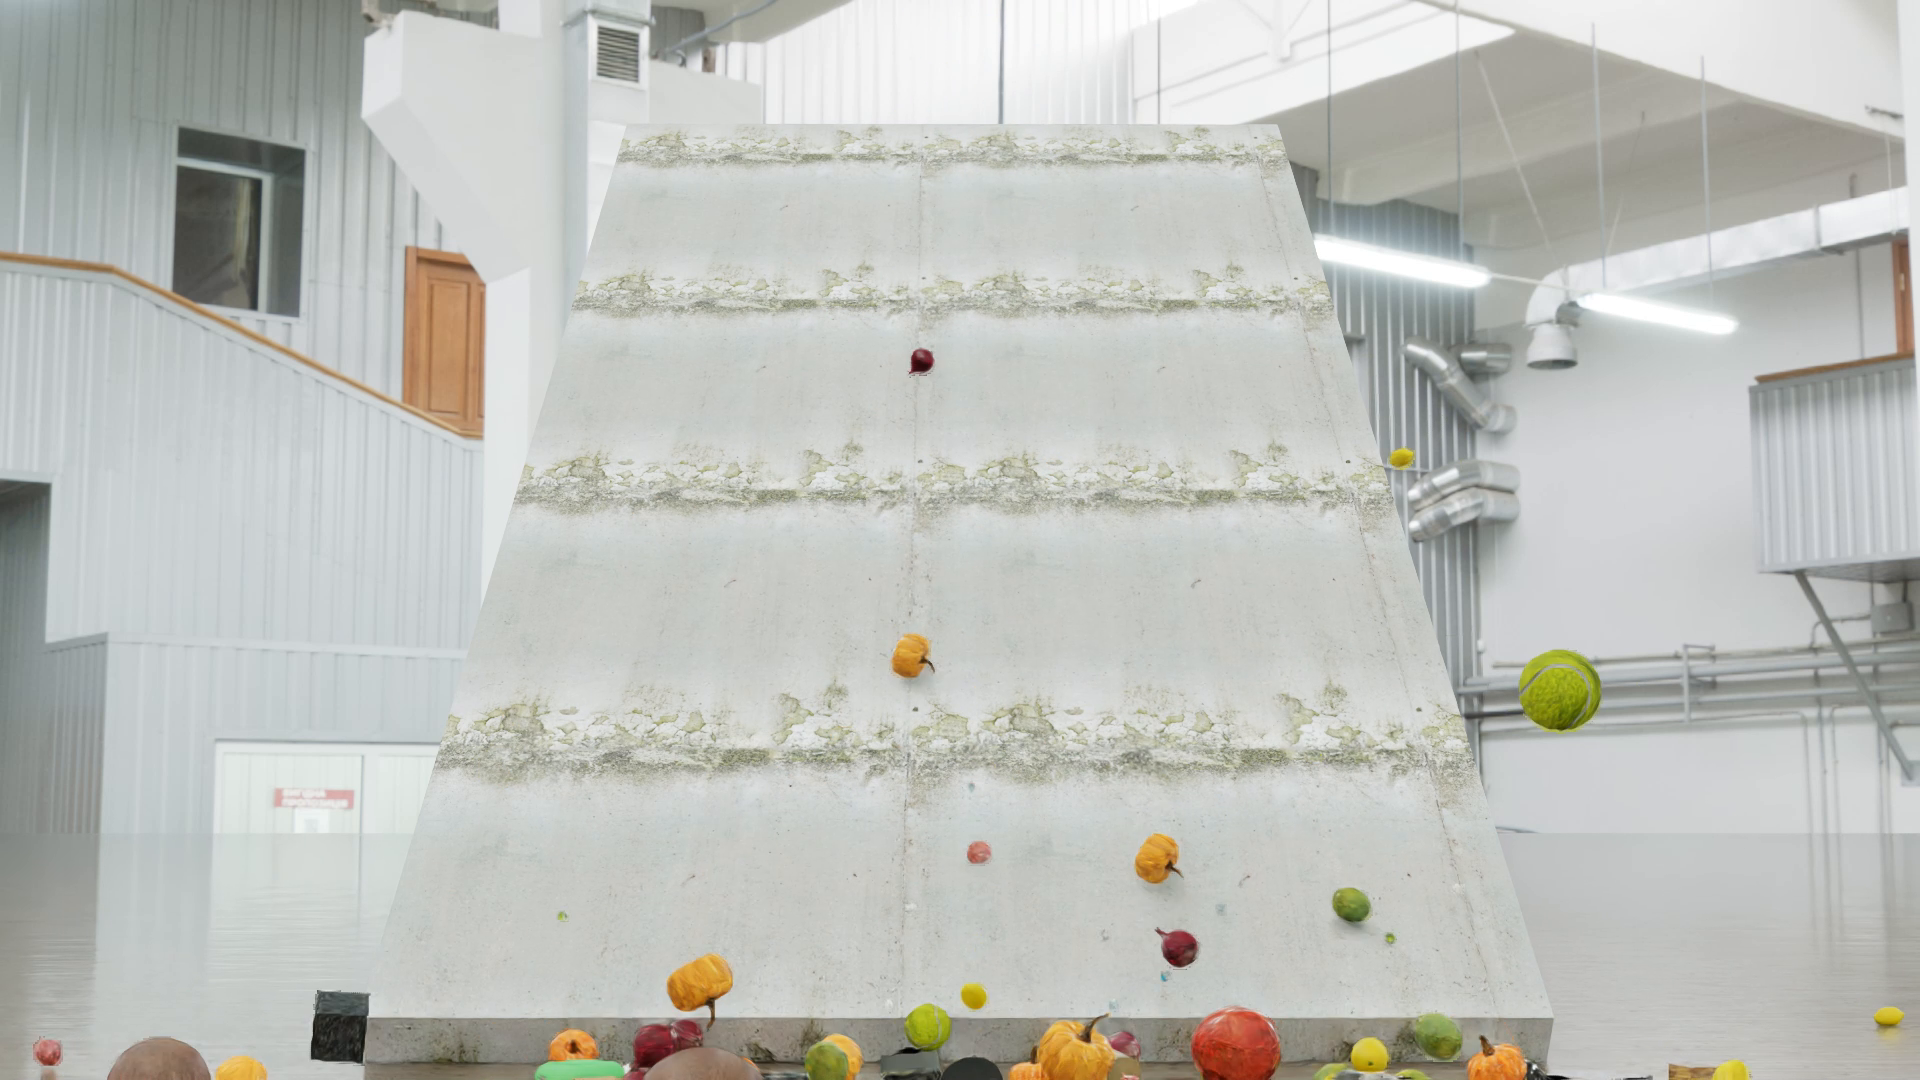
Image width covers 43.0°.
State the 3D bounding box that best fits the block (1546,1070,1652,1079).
[{"bbox_3d":[0.791,0.708,3.010,0.091,0.091,0.091,5,-8,-36],"label":"block"}]

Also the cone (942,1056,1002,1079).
[{"bbox_3d":[0.029,0.767,3.312,0.097,0.097,0.097,-3,-34,22],"label":"cone"}]

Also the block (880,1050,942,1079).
[{"bbox_3d":[-0.052,0.604,2.666,0.064,0.064,0.064,-5,8,-3],"label":"block"}]

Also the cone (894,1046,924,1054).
[{"bbox_3d":[-0.080,0.816,3.684,0.072,0.072,0.072,2,-40,-18],"label":"cone"}]

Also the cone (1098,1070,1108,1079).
[{"bbox_3d":[0.170,0.684,2.926,0.099,0.099,0.099,3,6,0],"label":"cone"}]

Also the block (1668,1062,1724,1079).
[{"bbox_3d":[1.061,0.785,3.511,0.055,0.055,0.055,2,-7,-16],"label":"block"}]

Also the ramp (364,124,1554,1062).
[{"bbox_3d":[-0.014,-0.198,5.806,2.000,0.100,4.000,0,31,0],"label":"ramp"}]

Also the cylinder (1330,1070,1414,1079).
[{"bbox_3d":[0.504,0.698,2.960,0.098,0.098,0.098,5,-8,-34],"label":"cylinder"}]

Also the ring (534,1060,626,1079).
[{"bbox_3d":[-0.571,0.807,3.656,0.136,0.045,0.136,0,-8,0],"label":"ring"}]

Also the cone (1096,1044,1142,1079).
[{"bbox_3d":[0.222,0.773,3.624,0.074,0.074,0.074,3,29,-22],"label":"cone"}]

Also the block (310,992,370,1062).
[{"bbox_3d":[-0.969,0.761,3.808,0.079,0.079,0.079,6,13,-12],"label":"block"}]

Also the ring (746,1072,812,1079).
[{"bbox_3d":[-0.266,0.803,3.578,0.105,0.035,0.105,-1,-8,0],"label":"ring"}]

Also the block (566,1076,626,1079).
[{"bbox_3d":[-0.473,0.741,3.188,0.067,0.067,0.067,4,-8,-31],"label":"block"}]
